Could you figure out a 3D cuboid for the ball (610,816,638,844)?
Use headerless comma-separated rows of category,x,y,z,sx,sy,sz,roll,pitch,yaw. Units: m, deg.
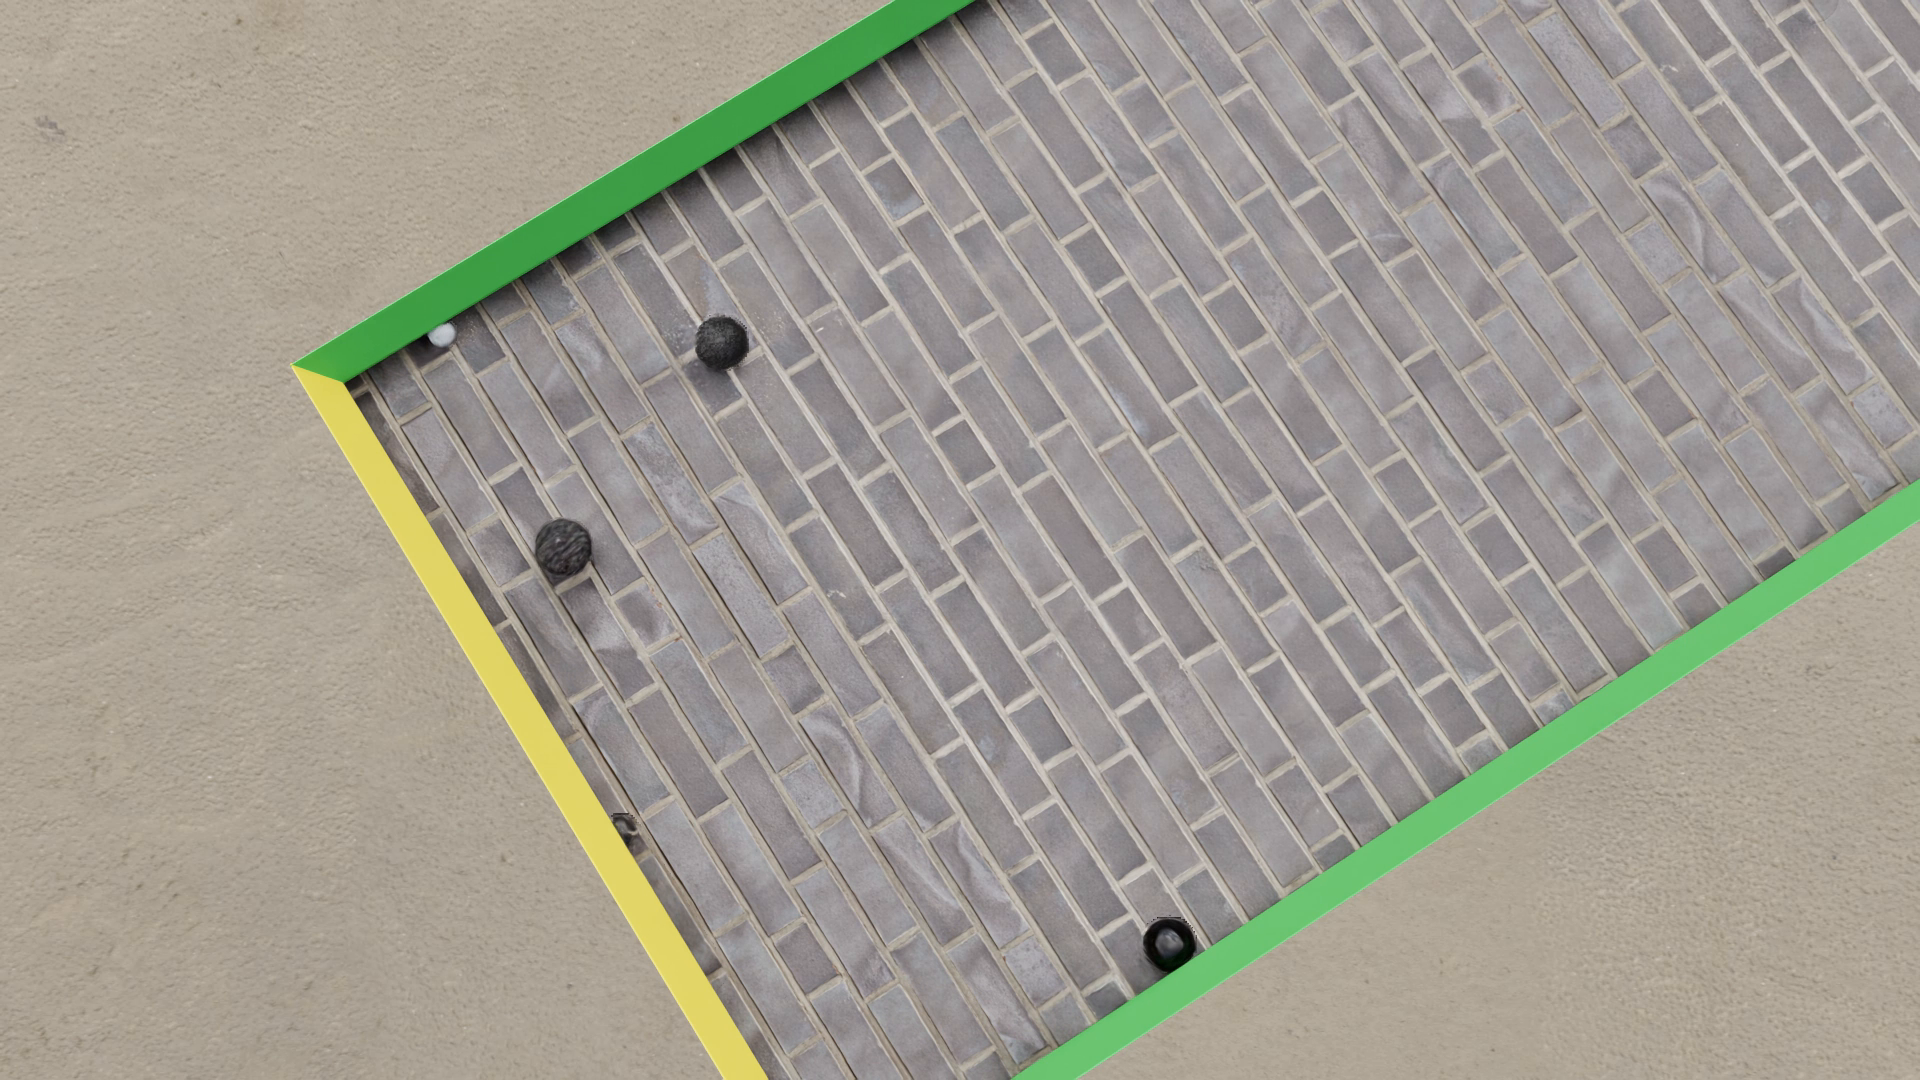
ball,-0.495,0.425,3.221,0.045,0.045,0.045,0,80,0

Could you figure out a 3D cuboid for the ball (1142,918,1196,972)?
ball,0.302,0.585,3.178,0.076,0.076,0.076,0,80,0

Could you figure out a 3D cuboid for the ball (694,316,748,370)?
ball,-0.361,-0.298,3.326,0.081,0.081,0.081,0,80,0

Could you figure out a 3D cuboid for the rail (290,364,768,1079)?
rail,-0.567,0.355,3.195,0.045,0.117,1.485,-32,82,-5

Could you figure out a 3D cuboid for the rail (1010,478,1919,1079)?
rail,0.975,0.221,3.218,2.790,0.117,0.045,-32,82,-5

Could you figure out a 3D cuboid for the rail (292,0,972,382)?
rail,0.199,-0.972,3.421,2.790,0.117,0.045,-32,82,-5

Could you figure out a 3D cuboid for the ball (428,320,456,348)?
ball,-0.789,-0.314,3.348,0.042,0.042,0.042,0,80,0

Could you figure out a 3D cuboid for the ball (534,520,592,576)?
ball,-0.590,0.011,3.271,0.084,0.084,0.084,0,80,0
